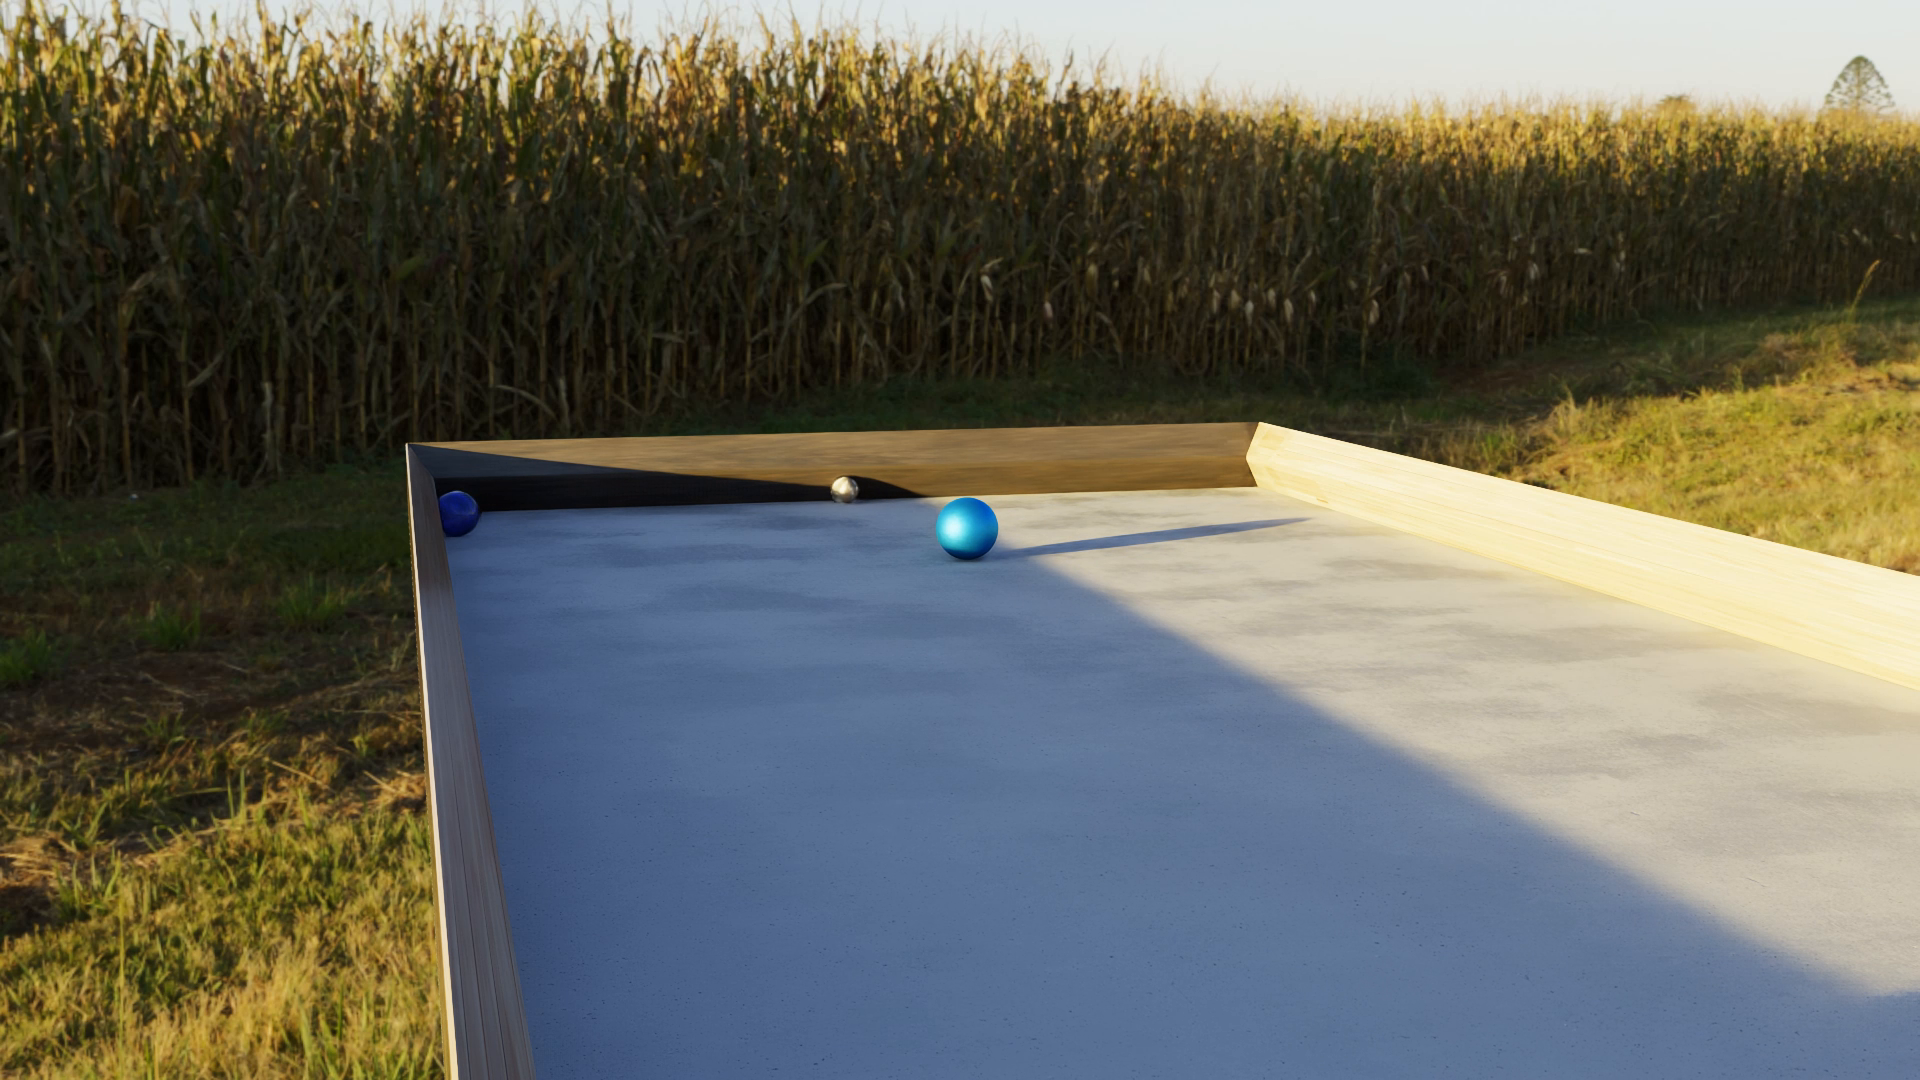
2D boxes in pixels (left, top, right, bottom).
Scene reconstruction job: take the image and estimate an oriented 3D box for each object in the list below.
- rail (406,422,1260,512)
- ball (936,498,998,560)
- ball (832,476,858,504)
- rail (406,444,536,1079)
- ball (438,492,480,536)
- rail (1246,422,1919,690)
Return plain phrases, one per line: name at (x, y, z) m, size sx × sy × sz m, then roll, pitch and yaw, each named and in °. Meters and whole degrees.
rail at (-0.193, -0.136, 4.099) m, size 1.626 × 0.126 × 0.045 m, roll -2°, pitch 9°, yaw -14°
ball at (0.011, -0.018, 3.399) m, size 0.097 × 0.097 × 0.097 m, roll 0°, pitch 8°, yaw 0°
ball at (-0.212, -0.092, 4.072) m, size 0.049 × 0.049 × 0.049 m, roll 0°, pitch 8°, yaw 0°
rail at (-0.566, 0.113, 2.396) m, size 0.045 × 0.126 × 3.195 m, roll -2°, pitch 9°, yaw -14°
ball at (-0.835, -0.044, 3.649) m, size 0.075 × 0.075 × 0.075 m, roll 0°, pitch 8°, yaw 0°
rail at (0.963, 0.056, 2.785) m, size 0.045 × 0.126 × 3.195 m, roll -2°, pitch 9°, yaw -14°
